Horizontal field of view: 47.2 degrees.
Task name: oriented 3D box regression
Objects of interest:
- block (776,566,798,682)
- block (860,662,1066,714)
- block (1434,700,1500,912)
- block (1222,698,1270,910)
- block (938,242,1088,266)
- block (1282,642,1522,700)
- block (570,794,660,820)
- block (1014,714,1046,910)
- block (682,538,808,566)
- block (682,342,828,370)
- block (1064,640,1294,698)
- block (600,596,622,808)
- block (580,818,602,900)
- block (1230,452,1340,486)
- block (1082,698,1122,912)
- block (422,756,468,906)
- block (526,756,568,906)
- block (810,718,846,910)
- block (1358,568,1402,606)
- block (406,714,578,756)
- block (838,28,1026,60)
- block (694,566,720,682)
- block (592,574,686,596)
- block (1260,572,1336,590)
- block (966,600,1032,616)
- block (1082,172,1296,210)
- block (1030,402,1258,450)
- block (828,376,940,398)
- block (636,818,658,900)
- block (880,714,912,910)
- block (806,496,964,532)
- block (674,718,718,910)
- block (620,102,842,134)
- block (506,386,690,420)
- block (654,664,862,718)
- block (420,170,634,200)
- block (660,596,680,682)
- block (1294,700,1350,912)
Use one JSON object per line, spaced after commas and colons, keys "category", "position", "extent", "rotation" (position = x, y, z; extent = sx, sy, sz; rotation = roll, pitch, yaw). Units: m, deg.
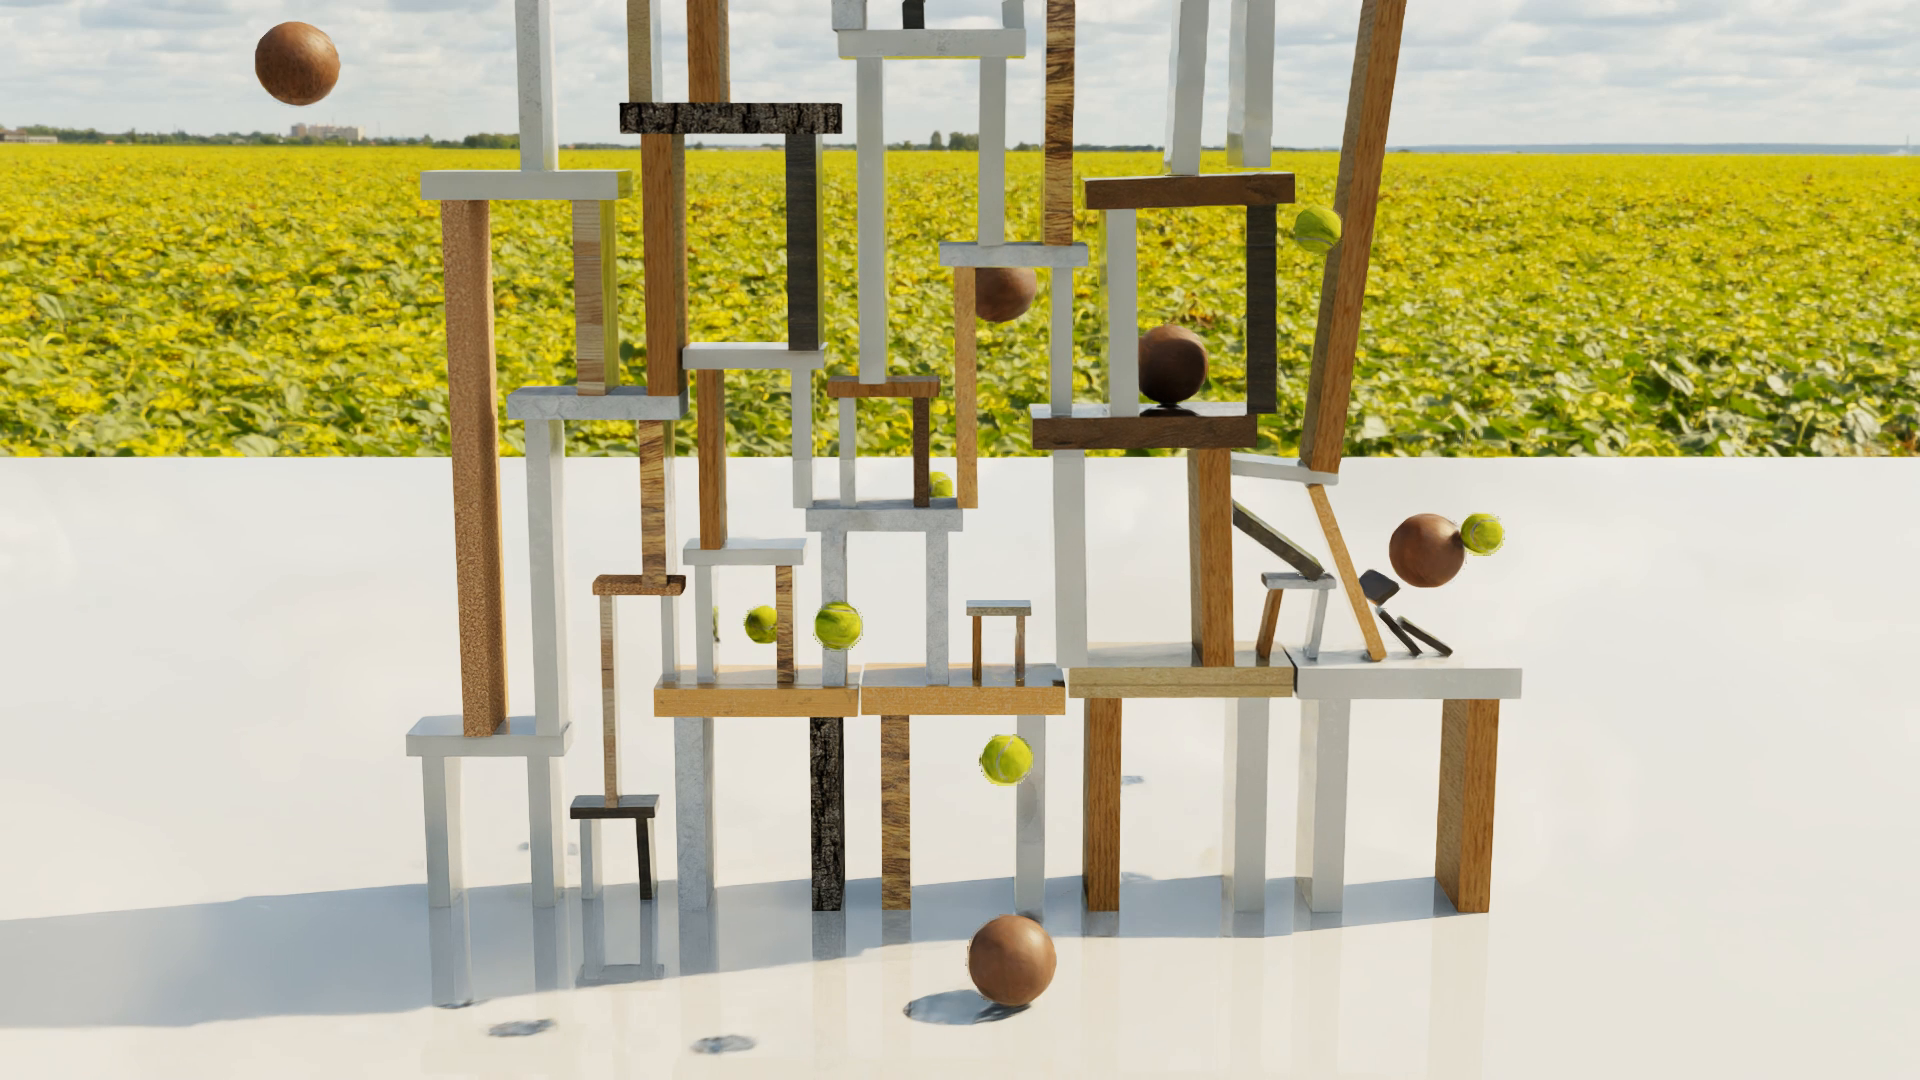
{"category": "block", "position": [-0.282, 0.127, 3.588], "extent": [0.027, 0.194, 0.097], "rotation": [0, 11, 0]}
{"category": "block", "position": [0.005, 0.243, 3.609], "extent": [0.329, 0.047, 0.164], "rotation": [0, 11, 0]}
{"category": "block", "position": [0.837, 0.414, 3.635], "extent": [0.051, 0.358, 0.179], "rotation": [0, 11, 0]}
{"category": "block", "position": [0.472, 0.413, 3.643], "extent": [0.051, 0.358, 0.179], "rotation": [0, 11, 0]}
{"category": "block", "position": [0.083, -0.452, 3.475], "extent": [0.232, 0.033, 0.116], "rotation": [0, 11, 0]}
{"category": "block", "position": [0.718, 0.213, 3.597], "extent": [0.358, 0.051, 0.179], "rotation": [0, 11, 0]}
{"category": "block", "position": [-0.572, 0.442, 3.646], "extent": [0.140, 0.020, 0.070], "rotation": [0, 10, -1]}
{"category": "block", "position": [0.115, 0.428, 3.644], "extent": [0.047, 0.329, 0.164], "rotation": [0, 11, 0]}
{"category": "block", "position": [-0.347, 0.019, 3.568], "extent": [0.193, 0.027, 0.097], "rotation": [0, 11, 0]}
{"category": "block", "position": [-0.324, -0.294, 3.508], "extent": [0.222, 0.031, 0.111], "rotation": [0, 11, 0]}
{"category": "block", "position": [0.353, 0.211, 3.604], "extent": [0.358, 0.051, 0.179], "rotation": [0, 11, 0]}
{"category": "block", "position": [-0.573, 0.258, 3.608], "extent": [0.020, 0.356, 0.071], "rotation": [0, 10, -2]}
{"category": "block", "position": [-0.614, 0.520, 3.662], "extent": [0.020, 0.139, 0.070], "rotation": [1, 11, 4]}
{"category": "block", "position": [0.513, -0.115, 3.528], "extent": [0.174, 0.025, 0.087], "rotation": [6, 11, -2]}
{"category": "block", "position": [0.234, 0.413, 3.641], "extent": [0.051, 0.358, 0.179], "rotation": [0, 11, 0]}
{"category": "block", "position": [-0.853, 0.464, 3.645], "extent": [0.036, 0.256, 0.128], "rotation": [0, 11, 0]}
{"category": "block", "position": [-0.683, 0.464, 3.645], "extent": [0.036, 0.256, 0.128], "rotation": [0, 11, 0]}
{"category": "block", "position": [-0.219, 0.430, 3.638], "extent": [0.046, 0.327, 0.163], "rotation": [0, 11, 0]}
{"category": "block", "position": [0.681, 0.078, 3.612], "extent": [0.047, 0.013, 0.094], "rotation": [-38, 22, -5]}
{"category": "block", "position": [-0.768, 0.321, 3.618], "extent": [0.256, 0.036, 0.128], "rotation": [0, 11, 0]}
{"category": "block", "position": [-0.042, -0.769, 3.411], "extent": [0.286, 0.041, 0.143], "rotation": [0, 11, 0]}
{"category": "block", "position": [-0.412, 0.127, 3.589], "extent": [0.027, 0.194, 0.097], "rotation": [0, 11, 0]}
{"category": "block", "position": [-0.521, 0.073, 3.575], "extent": [0.142, 0.020, 0.071], "rotation": [0, 11, 0]}
{"category": "block", "position": [0.550, 0.066, 3.575], "extent": [0.113, 0.016, 0.057], "rotation": [1, 11, -2]}
{"category": "block", "position": [0.063, 0.110, 3.580], "extent": [0.105, 0.015, 0.053], "rotation": [0, 11, 0]}
{"category": "block", "position": [0.354, -0.548, 3.446], "extent": [0.320, 0.045, 0.160], "rotation": [-2, 11, 1]}
{"category": "block", "position": [0.289, -0.184, 3.522], "extent": [0.352, 0.050, 0.176], "rotation": [-1, 11, 0]}
{"category": "block", "position": [-0.121, -0.245, 3.514], "extent": [0.176, 0.025, 0.088], "rotation": [0, 11, 0]}
{"category": "block", "position": [-0.522, 0.520, 3.661], "extent": [0.020, 0.140, 0.070], "rotation": [-2, 10, 0]}
{"category": "block", "position": [-0.104, 0.428, 3.644], "extent": [0.047, 0.329, 0.164], "rotation": [0, 11, 0]}
{"category": "block", "position": [-0.120, -0.042, 3.551], "extent": [0.250, 0.035, 0.125], "rotation": [0, 11, 0]}
{"category": "block", "position": [-0.436, 0.430, 3.638], "extent": [0.046, 0.327, 0.163], "rotation": [0, 11, 0]}
{"category": "block", "position": [-0.354, -0.659, 3.440], "extent": [0.332, 0.047, 0.166], "rotation": [0, 11, 0]}
{"category": "block", "position": [-0.575, -0.220, 3.514], "extent": [0.270, 0.038, 0.135], "rotation": [0, 11, 0]}
{"category": "block", "position": [-0.327, 0.246, 3.604], "extent": [0.327, 0.046, 0.163], "rotation": [0, 11, 0]}
{"category": "block", "position": [-0.677, -0.558, 3.454], "extent": [0.303, 0.043, 0.152], "rotation": [0, 11, 1]}
{"category": "block", "position": [-0.473, 0.153, 3.590], "extent": [0.020, 0.142, 0.071], "rotation": [0, 11, 0]}
{"category": "block", "position": [0.598, 0.414, 3.635], "extent": [0.051, 0.358, 0.179], "rotation": [0, 11, 0]}
